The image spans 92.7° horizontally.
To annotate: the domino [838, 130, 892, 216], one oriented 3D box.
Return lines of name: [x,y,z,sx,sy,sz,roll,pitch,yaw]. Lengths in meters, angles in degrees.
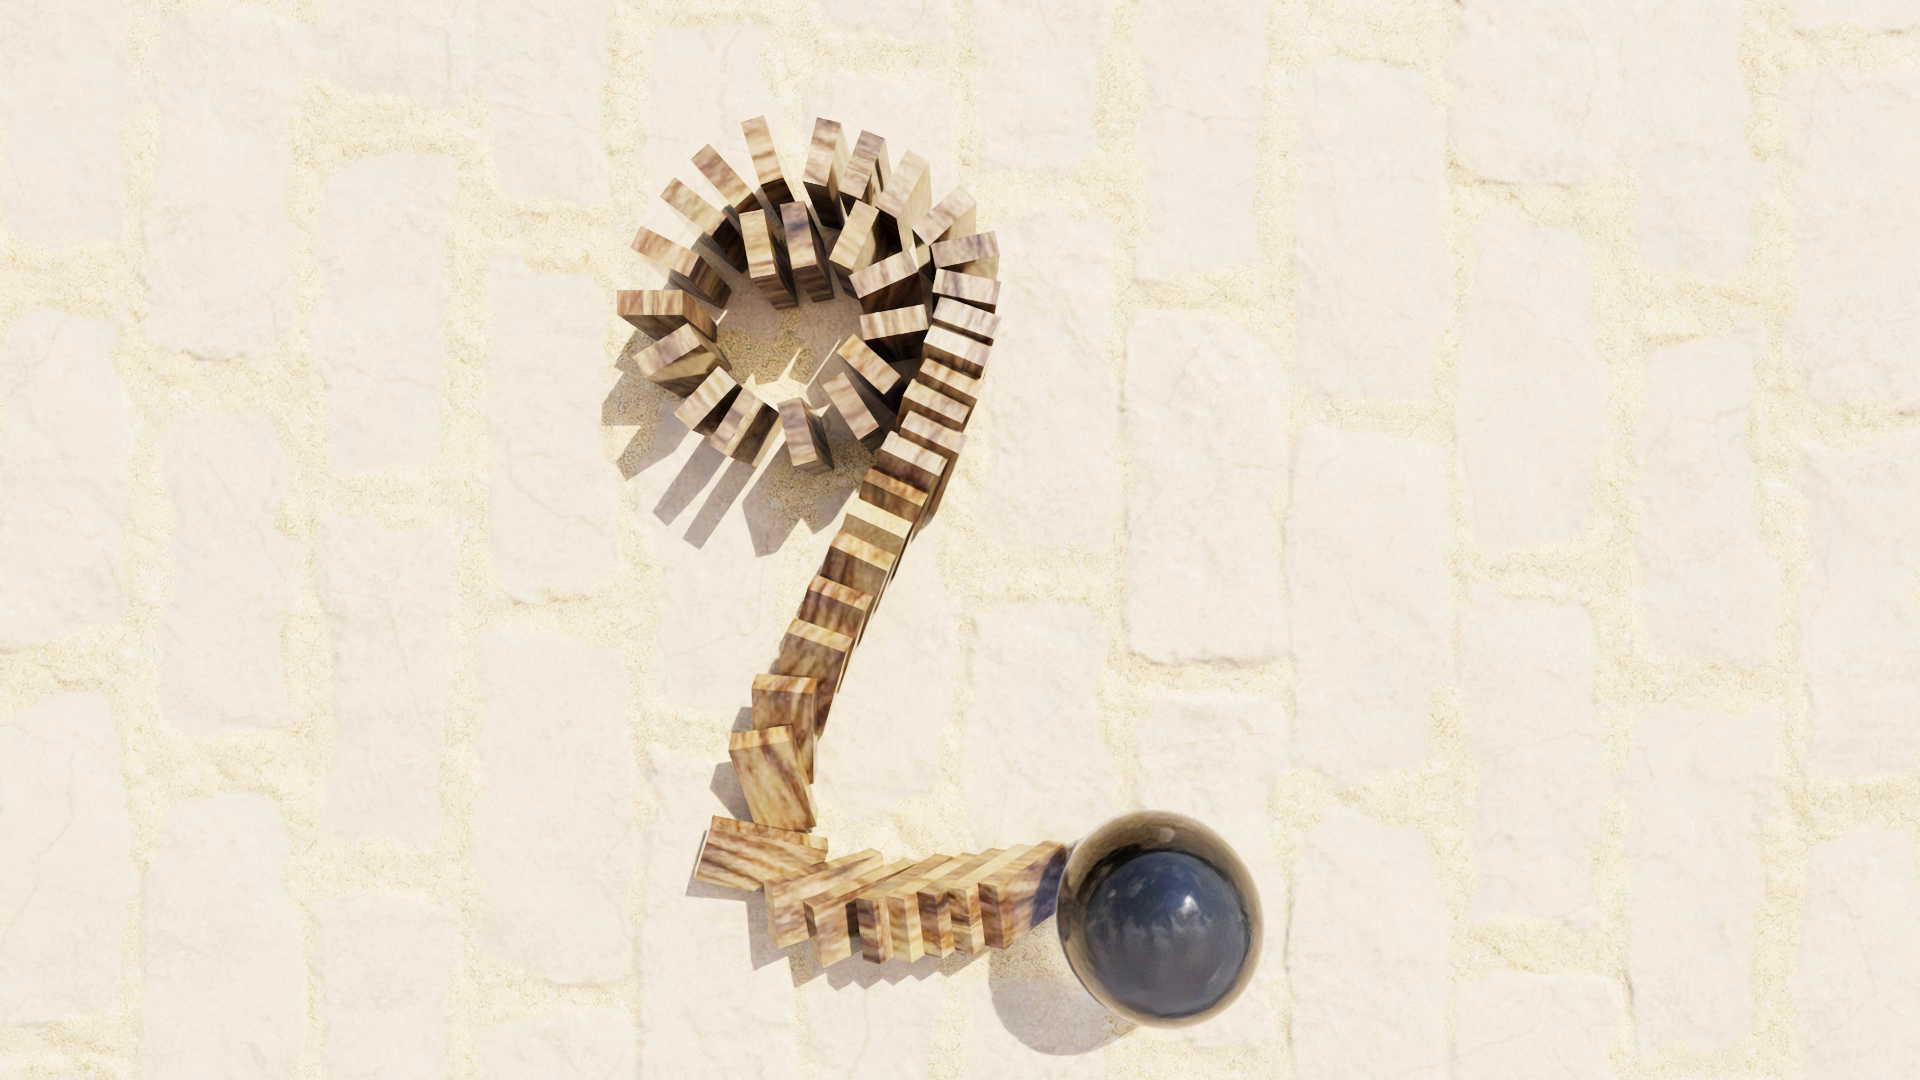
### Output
domino: [-0.038,-0.144,0.375,0.009,0.050,0.025,21,90,0]

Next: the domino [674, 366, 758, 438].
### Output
domino: [-0.097,-0.054,0.375,0.010,0.050,0.025,44,90,0]

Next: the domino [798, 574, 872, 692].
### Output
domino: [-0.055,0.040,0.382,0.025,0.009,0.050,21,126,0]

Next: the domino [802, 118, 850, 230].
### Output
domino: [-0.053,-0.148,0.375,0.010,0.050,0.025,13,90,0]

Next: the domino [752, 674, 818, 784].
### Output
domino: [-0.073,0.080,0.383,0.025,0.009,0.050,5,120,0]

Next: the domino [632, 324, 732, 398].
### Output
domino: [-0.112,-0.072,0.375,0.025,0.050,0.009,-31,90,0]

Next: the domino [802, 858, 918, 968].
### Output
domino: [-0.039,0.154,0.381,0.050,0.010,0.025,-11,94,-34]

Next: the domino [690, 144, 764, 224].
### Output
domino: [-0.091,-0.139,0.375,0.009,0.050,0.025,-42,90,0]

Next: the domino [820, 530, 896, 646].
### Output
domino: [-0.046,0.021,0.380,0.025,0.009,0.050,25,133,0]

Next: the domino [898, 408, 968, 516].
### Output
domino: [-0.015,-0.031,0.376,0.025,0.050,0.009,25,60,0]

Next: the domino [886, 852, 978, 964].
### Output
domino: [-0.009,0.150,0.377,0.010,0.050,0.025,-7,90,38]

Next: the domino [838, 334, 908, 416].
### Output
domino: [-0.032,-0.065,0.374,0.025,0.050,0.010,42,90,7]

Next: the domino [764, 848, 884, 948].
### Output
domino: [-0.055,0.149,0.382,0.050,0.009,0.025,-5,90,-34]

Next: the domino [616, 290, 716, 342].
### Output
domino: [-0.119,-0.091,0.375,0.025,0.050,0.009,0,90,0]

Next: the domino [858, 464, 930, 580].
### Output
domino: [-0.032,-0.006,0.378,0.025,0.050,0.010,25,48,0]

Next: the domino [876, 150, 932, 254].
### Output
domino: [-0.022,-0.136,0.375,0.009,0.050,0.025,30,90,0]

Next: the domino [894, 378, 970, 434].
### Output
domino: [-0.014,-0.042,0.376,0.025,0.050,0.009,25,60,0]

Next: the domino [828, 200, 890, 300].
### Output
domino: [-0.040,-0.117,0.375,0.009,0.050,0.025,25,90,0]

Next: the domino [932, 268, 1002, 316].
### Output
domino: [0.002,-0.094,0.375,0.025,0.050,0.009,11,83,0]

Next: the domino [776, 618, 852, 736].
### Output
domino: [-0.063,0.058,0.382,0.025,0.009,0.050,19,123,0]

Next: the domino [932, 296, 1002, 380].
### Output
domino: [0.001,-0.080,0.375,0.025,0.050,0.010,19,77,0]

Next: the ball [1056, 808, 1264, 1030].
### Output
ball: [0.078,0.147,0.360,0.080,0.080,0.080,0,90,0]

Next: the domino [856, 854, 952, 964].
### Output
domino: [-0.021,0.151,0.377,0.010,0.050,0.025,-7,90,38]

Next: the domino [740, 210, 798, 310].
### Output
domino: [-0.078,-0.113,0.375,0.010,0.050,0.025,-11,90,0]

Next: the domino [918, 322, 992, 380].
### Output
domino: [-0.004,-0.067,0.375,0.025,0.050,0.009,23,70,0]

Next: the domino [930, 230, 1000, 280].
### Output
domino: [0.002,-0.111,0.375,0.025,0.050,0.010,-12,89,0]

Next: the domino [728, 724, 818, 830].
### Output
domino: [-0.077,0.101,0.383,0.025,0.010,0.050,-9,121,0]

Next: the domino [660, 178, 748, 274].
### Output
domino: [-0.102,-0.127,0.375,0.025,0.050,0.009,38,90,0]

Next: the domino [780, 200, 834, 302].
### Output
domino: [-0.062,-0.117,0.375,0.009,0.050,0.025,-11,90,0]

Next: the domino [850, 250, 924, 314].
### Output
domino: [-0.029,-0.102,0.375,0.025,0.050,0.009,-24,90,0]

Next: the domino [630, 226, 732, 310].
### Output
domino: [-0.113,-0.110,0.375,0.025,0.050,0.010,26,90,0]

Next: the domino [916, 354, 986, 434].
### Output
domino: [-0.009,-0.052,0.376,0.025,0.050,0.010,26,60,-1]

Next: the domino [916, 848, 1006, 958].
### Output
domino: [0.003,0.148,0.377,0.009,0.050,0.025,-7,90,38]

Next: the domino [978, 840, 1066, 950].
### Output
domino: [0.027,0.145,0.377,0.010,0.050,0.025,-7,90,38]

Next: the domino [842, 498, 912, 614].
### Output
domino: [-0.039,0.007,0.379,0.025,0.009,0.050,25,135,0]

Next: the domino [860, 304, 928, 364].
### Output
domino: [-0.025,-0.083,0.375,0.025,0.050,0.010,-10,90,0]

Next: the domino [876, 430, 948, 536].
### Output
domino: [-0.023,-0.022,0.376,0.025,0.050,0.009,25,60,0]

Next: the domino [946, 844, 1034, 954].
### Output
domino: [0.015,0.147,0.377,0.009,0.050,0.025,-7,90,38]

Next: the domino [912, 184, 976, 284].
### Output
domino: [-0.006,-0.124,0.375,0.025,0.050,0.010,-43,89,0]

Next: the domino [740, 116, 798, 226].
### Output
domino: [-0.076,-0.149,0.375,0.009,0.050,0.025,-18,90,0]

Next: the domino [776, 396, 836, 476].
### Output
domino: [-0.062,-0.042,0.375,0.009,0.050,0.025,-15,90,0]

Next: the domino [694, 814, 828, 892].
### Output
domino: [-0.084,0.135,0.387,0.050,0.010,0.025,17,100,-14]

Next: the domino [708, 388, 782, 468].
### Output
domino: [-0.086,-0.045,0.375,0.010,0.050,0.025,32,90,0]

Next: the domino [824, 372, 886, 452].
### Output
domino: [-0.042,-0.051,0.375,0.009,0.050,0.025,-33,90,0]
